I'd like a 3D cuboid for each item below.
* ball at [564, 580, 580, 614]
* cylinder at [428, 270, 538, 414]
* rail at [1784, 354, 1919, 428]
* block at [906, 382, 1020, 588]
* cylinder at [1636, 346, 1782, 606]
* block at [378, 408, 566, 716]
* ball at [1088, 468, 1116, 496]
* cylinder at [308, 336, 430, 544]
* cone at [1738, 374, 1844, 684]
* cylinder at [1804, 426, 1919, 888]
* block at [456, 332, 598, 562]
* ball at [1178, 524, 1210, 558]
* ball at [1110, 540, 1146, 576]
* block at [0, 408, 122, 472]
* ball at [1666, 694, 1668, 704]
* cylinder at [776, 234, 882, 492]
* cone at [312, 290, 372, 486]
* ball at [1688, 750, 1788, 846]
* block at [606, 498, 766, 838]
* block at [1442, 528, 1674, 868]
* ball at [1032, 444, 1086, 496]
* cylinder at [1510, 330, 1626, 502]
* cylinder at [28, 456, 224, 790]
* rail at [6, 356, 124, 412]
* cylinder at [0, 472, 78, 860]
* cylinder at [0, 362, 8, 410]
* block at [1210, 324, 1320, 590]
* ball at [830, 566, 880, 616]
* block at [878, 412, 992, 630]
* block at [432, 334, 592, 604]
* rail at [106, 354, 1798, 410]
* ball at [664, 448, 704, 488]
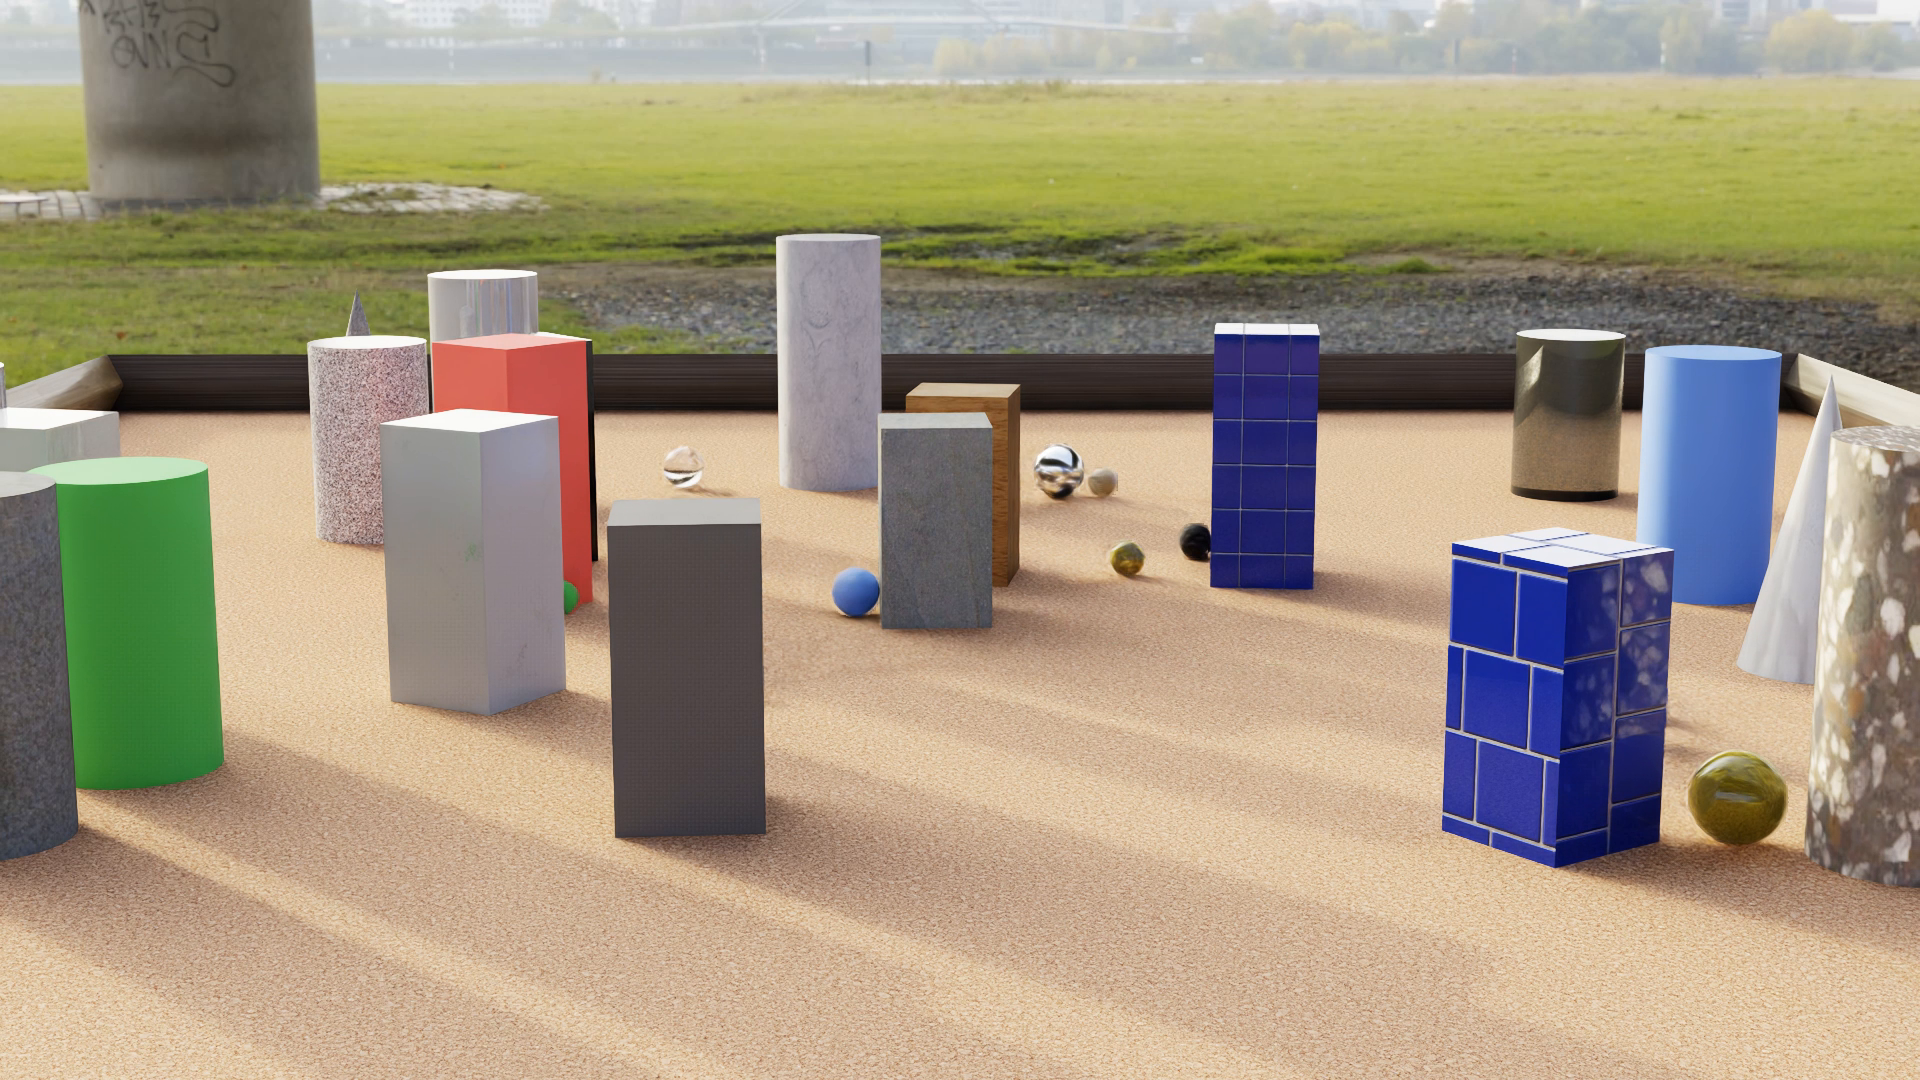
[{"bbox_3d":[-0.527,0.076,3.399,0.045,0.045,0.045,0,11,0],"label":"ball"},{"bbox_3d":[-0.788,-0.255,4.267,0.178,0.374,0.178,0,11,0],"label":"cylinder"},{"bbox_3d":[1.745,0.028,3.460,0.045,0.116,3.908,0,11,0],"label":"rail"},{"bbox_3d":[0.006,-0.080,3.632,0.142,0.266,0.142,2,11,8],"label":"block"},{"bbox_3d":[1.023,-0.092,3.516,0.178,0.332,0.178,0,11,0],"label":"cylinder"},{"bbox_3d":[-0.557,0.022,2.942,0.142,0.321,0.142,6,12,28],"label":"block"},{"bbox_3d":[0.240,-0.097,4.313,0.048,0.048,0.048,0,11,0],"label":"ball"},{"bbox_3d":[-0.907,-0.157,3.953,0.178,0.298,0.178,0,11,0],"label":"cylinder"},{"bbox_3d":[1.032,-0.022,3.070,0.178,0.360,0.178,0,11,0],"label":"cone"},{"bbox_3d":[0.872,0.102,2.330,0.178,0.390,0.178,0,11,0],"label":"cylinder"},{"bbox_3d":[-0.631,-0.131,3.744,0.142,0.325,0.142,-8,13,-38],"label":"block"},{"bbox_3d":[0.347,0.002,3.780,0.050,0.050,0.050,0,11,0],"label":"ball"},{"bbox_3d":[0.239,0.026,3.652,0.051,0.051,0.051,0,11,0],"label":"ball"},{"bbox_3d":[-1.042,0.026,2.892,0.142,0.330,0.142,3,11,14],"label":"block"},{"bbox_3d":[0.766,0.177,2.863,0.045,0.045,0.045,0,11,0],"label":"ball"},{"bbox_3d":[-0.224,-0.308,4.414,0.178,0.425,0.178,0,11,0],"label":"cylinder"},{"bbox_3d":[-1.034,-0.266,4.429,0.178,0.337,0.178,0,11,0],"label":"cone"},{"bbox_3d":[0.727,0.241,2.402,0.089,0.089,0.089,0,11,0],"label":"ball"},{"bbox_3d":[-0.262,0.120,2.475,0.142,0.300,0.142,-1,11,-5],"label":"block"},{"bbox_3d":[0.559,0.143,2.408,0.142,0.280,0.142,-7,13,-34],"label":"block"},{"bbox_3d":[0.166,-0.116,4.306,0.088,0.088,0.088,0,11,0],"label":"ball"},{"bbox_3d":[1.024,-0.212,4.325,0.178,0.269,0.178,0,11,0],"label":"cylinder"},{"bbox_3d":[-0.860,0.082,2.646,0.178,0.312,0.178,0,11,0],"label":"cylinder"},{"bbox_3d":[-1.745,0.032,3.440,0.045,0.116,3.908,0,11,0],"label":"rail"},{"bbox_3d":[-0.929,0.116,2.400,0.178,0.336,0.178,0,11,0],"label":"cylinder"},{"bbox_3d":[-1.219,-0.022,3.052,0.178,0.367,0.178,0,11,0],"label":"cylinder"},{"bbox_3d":[0.427,-0.120,3.605,0.142,0.354,0.142,1,11,6],"label":"block"},{"bbox_3d":[-0.138,0.068,3.392,0.064,0.064,0.064,0,11,0],"label":"ball"},{"bbox_3d":[-0.034,-0.027,3.364,0.142,0.261,0.142,-1,11,-3],"label":"block"},{"bbox_3d":[-0.599,-0.089,3.438,0.142,0.356,0.142,8,13,37],"label":"block"},{"bbox_3d":[-0.011,-0.327,5.347,3.538,0.116,0.045,0,11,0],"label":"rail"},{"bbox_3d":[-0.474,-0.125,4.403,0.069,0.069,0.069,0,11,0],"label":"ball"}]
